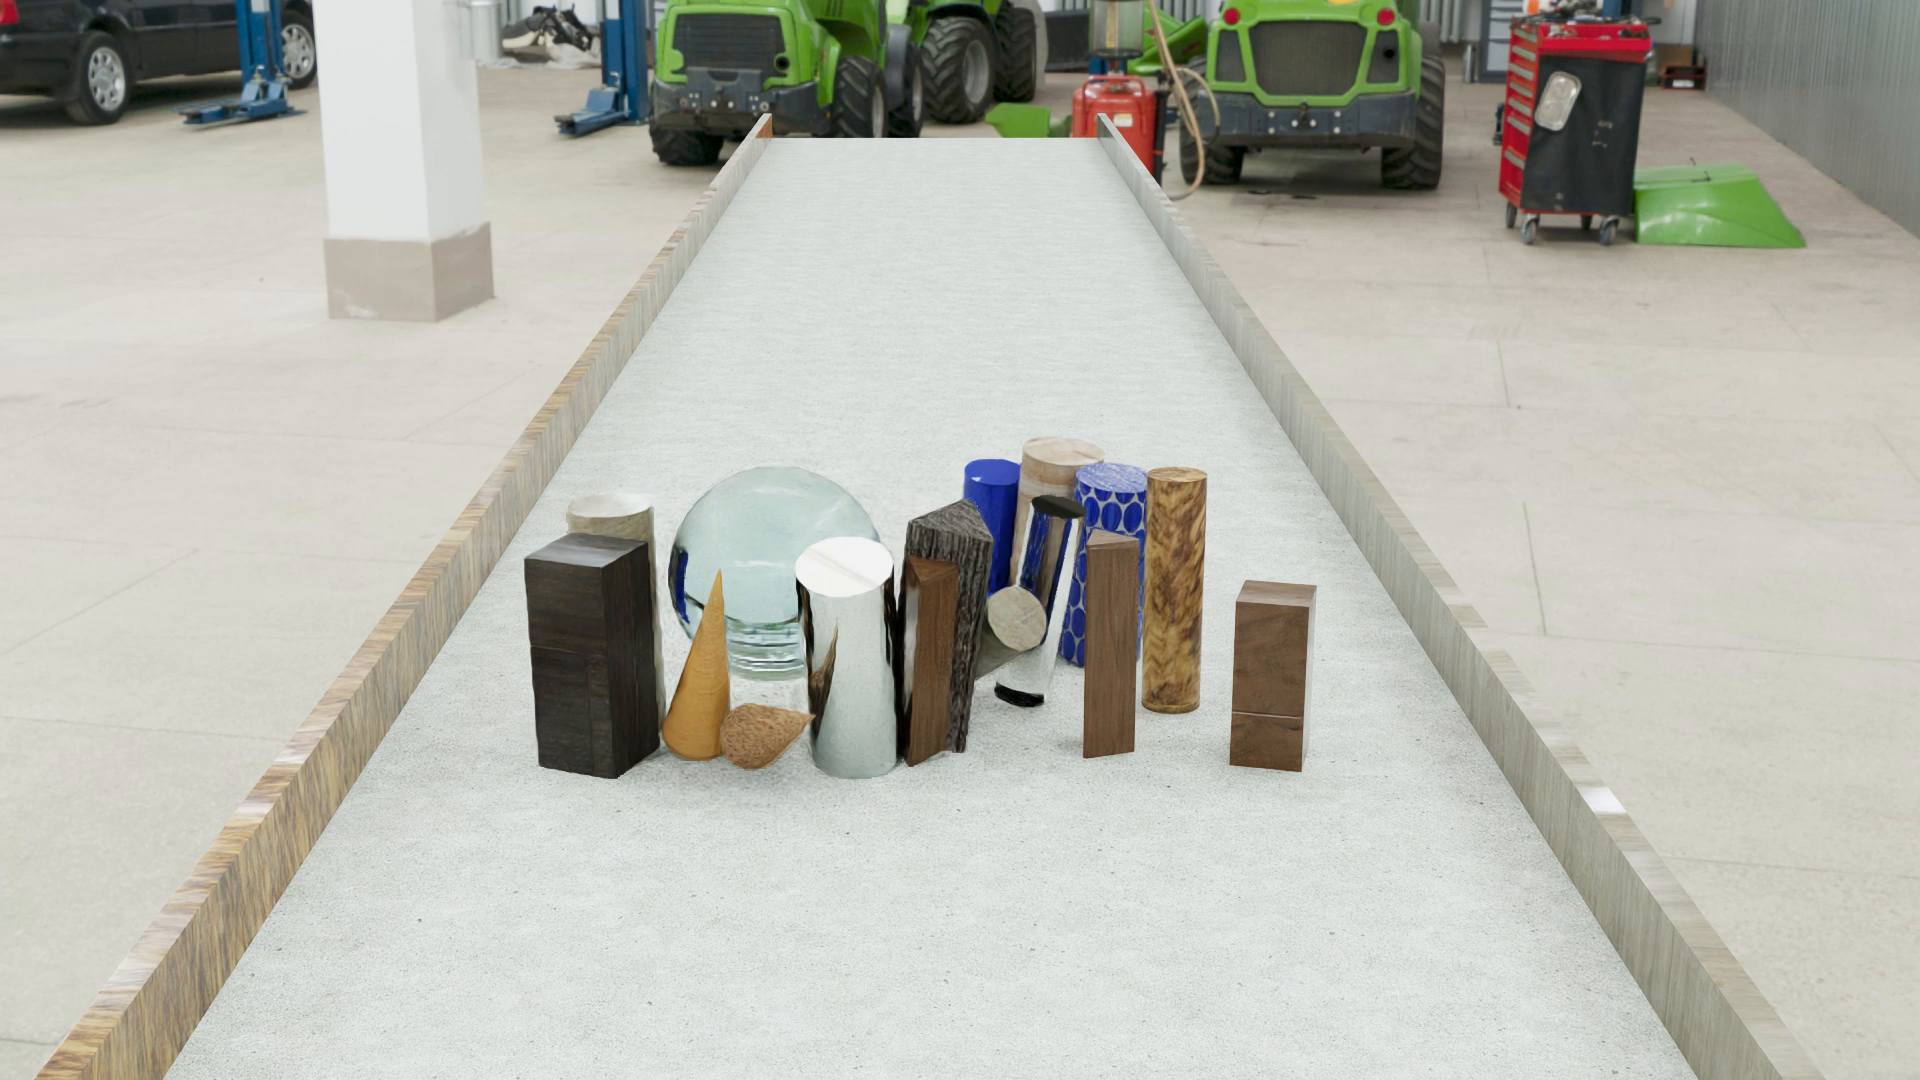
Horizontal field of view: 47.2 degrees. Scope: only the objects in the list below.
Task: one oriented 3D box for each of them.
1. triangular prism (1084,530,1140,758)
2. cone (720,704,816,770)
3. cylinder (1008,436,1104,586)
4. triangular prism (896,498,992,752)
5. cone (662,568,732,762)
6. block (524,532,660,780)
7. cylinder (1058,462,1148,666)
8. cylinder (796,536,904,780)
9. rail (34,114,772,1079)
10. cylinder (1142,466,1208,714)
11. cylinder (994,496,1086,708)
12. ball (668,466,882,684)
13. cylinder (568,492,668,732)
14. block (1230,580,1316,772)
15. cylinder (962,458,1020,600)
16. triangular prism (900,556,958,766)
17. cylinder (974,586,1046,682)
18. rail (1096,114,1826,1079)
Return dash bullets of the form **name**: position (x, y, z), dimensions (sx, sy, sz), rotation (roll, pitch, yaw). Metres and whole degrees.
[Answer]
- **triangular prism**: position (0.253, 0.183, 3.916), dimensions (0.098, 0.397, 0.085), rotation (-6, 18, -19)
- **cone**: position (-0.299, 0.314, 3.711), dimensions (0.116, 0.116, 0.365), rotation (-7, -7, -23)
- **cylinder**: position (0.192, 0.002, 4.492), dimensions (0.167, 0.396, 0.167), rotation (5, 23, -2)
- **triangular prism**: position (-0.027, 0.146, 3.900), dimensions (0.150, 0.440, 0.130), rotation (12, 30, 9)
- **cone**: position (-0.434, 0.194, 3.798), dimensions (0.128, 0.436, 0.128), rotation (7, 44, -7)
- **block**: position (-0.644, 0.201, 3.860), dimensions (0.155, 0.389, 0.155), rotation (7, 19, 22)
- **cylinder**: position (0.295, 0.051, 4.365), dimensions (0.167, 0.375, 0.167), rotation (4, 22, -2)
- **cylinder**: position (-0.187, 0.206, 3.766), dimensions (0.163, 0.407, 0.163), rotation (-1, 37, 1)
- **rail**: position (-1.118, -0.838, 7.780), dimensions (0.050, 0.150, 12.000), rotation (0, 17, -1)
- **cylinder**: position (0.400, 0.095, 4.115), dimensions (0.111, 0.451, 0.111), rotation (0, 17, 0)
- **cylinder**: position (0.149, 0.117, 4.122), dimensions (0.103, 0.393, 0.103), rotation (9, 23, -4)
- **ball**: position (-0.328, 0.063, 3.959), dimensions (0.393, 0.393, 0.393), rotation (0, 17, 0)
- **cylinder**: position (-0.622, 0.139, 4.006), dimensions (0.151, 0.424, 0.151), rotation (-1, 18, 0)
- **block**: position (0.554, 0.239, 3.887), dimensions (0.127, 0.305, 0.127), rotation (4, 17, 14)
- **cylinder**: position (0.061, 0.008, 4.580), dimensions (0.127, 0.335, 0.127), rotation (3, 27, -2)
- **triangular prism**: position (-0.074, 0.206, 3.840), dimensions (0.079, 0.379, 0.091), rotation (28, 37, 36)
- **cylinder**: position (0.021, 0.196, 4.052), dimensions (0.118, 0.118, 0.357), rotation (-10, -14, -31)
- **rail**: position (0.932, -0.844, 7.801), dimensions (0.050, 0.150, 12.000), rotation (0, 17, -1)
